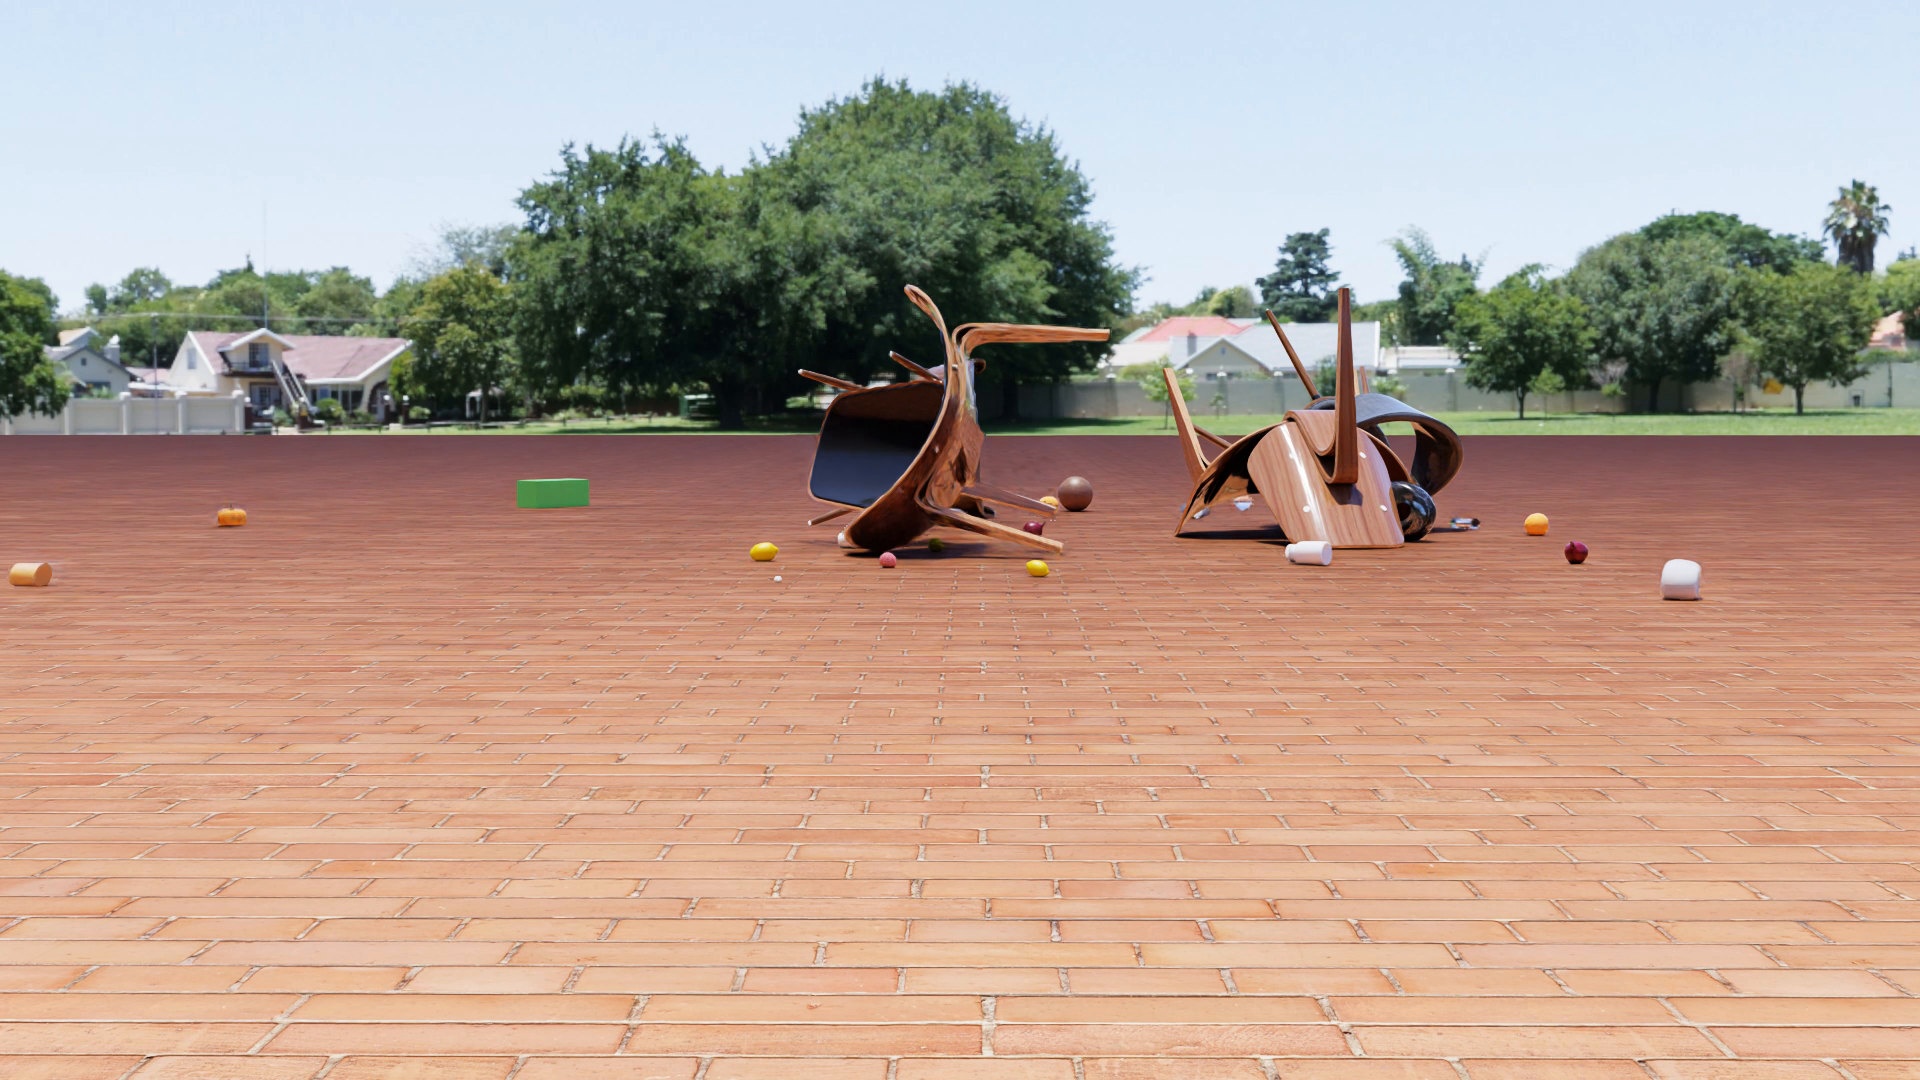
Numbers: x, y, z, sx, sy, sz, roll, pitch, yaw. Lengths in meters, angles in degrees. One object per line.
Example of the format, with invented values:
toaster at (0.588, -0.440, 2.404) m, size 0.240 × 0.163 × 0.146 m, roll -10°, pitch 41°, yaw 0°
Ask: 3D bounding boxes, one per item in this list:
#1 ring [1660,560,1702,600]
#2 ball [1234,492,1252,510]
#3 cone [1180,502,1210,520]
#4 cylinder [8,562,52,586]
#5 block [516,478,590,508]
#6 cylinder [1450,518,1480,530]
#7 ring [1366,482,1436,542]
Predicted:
ring at (1.543, 0.086, 4.706) m, size 0.074 × 0.083 × 0.121 m, roll 8°, pitch 23°, yaw 22°
ball at (1.051, -0.143, 8.167) m, size 0.064 × 0.064 × 0.064 m, roll 0°, pitch 4°, yaw 0°
cone at (0.819, -0.089, 7.631) m, size 0.108 × 0.059 × 0.069 m, roll 8°, pitch 28°, yaw -4°
cylinder at (-2.119, 0.079, 5.014) m, size 0.075 × 0.047 × 0.061 m, roll 2°, pitch 41°, yaw 22°
block at (-1.553, -0.178, 8.395) m, size 0.121 × 0.102 × 0.249 m, roll 4°, pitch 5°, yaw 42°
cylinder at (1.620, -0.052, 7.059) m, size 0.058 × 0.034 × 0.073 m, roll 1°, pitch 2°, yaw -43°
ring at (1.302, -0.082, 6.498) m, size 0.212 × 0.183 × 0.105 m, roll 17°, pitch -5°, yaw 33°
